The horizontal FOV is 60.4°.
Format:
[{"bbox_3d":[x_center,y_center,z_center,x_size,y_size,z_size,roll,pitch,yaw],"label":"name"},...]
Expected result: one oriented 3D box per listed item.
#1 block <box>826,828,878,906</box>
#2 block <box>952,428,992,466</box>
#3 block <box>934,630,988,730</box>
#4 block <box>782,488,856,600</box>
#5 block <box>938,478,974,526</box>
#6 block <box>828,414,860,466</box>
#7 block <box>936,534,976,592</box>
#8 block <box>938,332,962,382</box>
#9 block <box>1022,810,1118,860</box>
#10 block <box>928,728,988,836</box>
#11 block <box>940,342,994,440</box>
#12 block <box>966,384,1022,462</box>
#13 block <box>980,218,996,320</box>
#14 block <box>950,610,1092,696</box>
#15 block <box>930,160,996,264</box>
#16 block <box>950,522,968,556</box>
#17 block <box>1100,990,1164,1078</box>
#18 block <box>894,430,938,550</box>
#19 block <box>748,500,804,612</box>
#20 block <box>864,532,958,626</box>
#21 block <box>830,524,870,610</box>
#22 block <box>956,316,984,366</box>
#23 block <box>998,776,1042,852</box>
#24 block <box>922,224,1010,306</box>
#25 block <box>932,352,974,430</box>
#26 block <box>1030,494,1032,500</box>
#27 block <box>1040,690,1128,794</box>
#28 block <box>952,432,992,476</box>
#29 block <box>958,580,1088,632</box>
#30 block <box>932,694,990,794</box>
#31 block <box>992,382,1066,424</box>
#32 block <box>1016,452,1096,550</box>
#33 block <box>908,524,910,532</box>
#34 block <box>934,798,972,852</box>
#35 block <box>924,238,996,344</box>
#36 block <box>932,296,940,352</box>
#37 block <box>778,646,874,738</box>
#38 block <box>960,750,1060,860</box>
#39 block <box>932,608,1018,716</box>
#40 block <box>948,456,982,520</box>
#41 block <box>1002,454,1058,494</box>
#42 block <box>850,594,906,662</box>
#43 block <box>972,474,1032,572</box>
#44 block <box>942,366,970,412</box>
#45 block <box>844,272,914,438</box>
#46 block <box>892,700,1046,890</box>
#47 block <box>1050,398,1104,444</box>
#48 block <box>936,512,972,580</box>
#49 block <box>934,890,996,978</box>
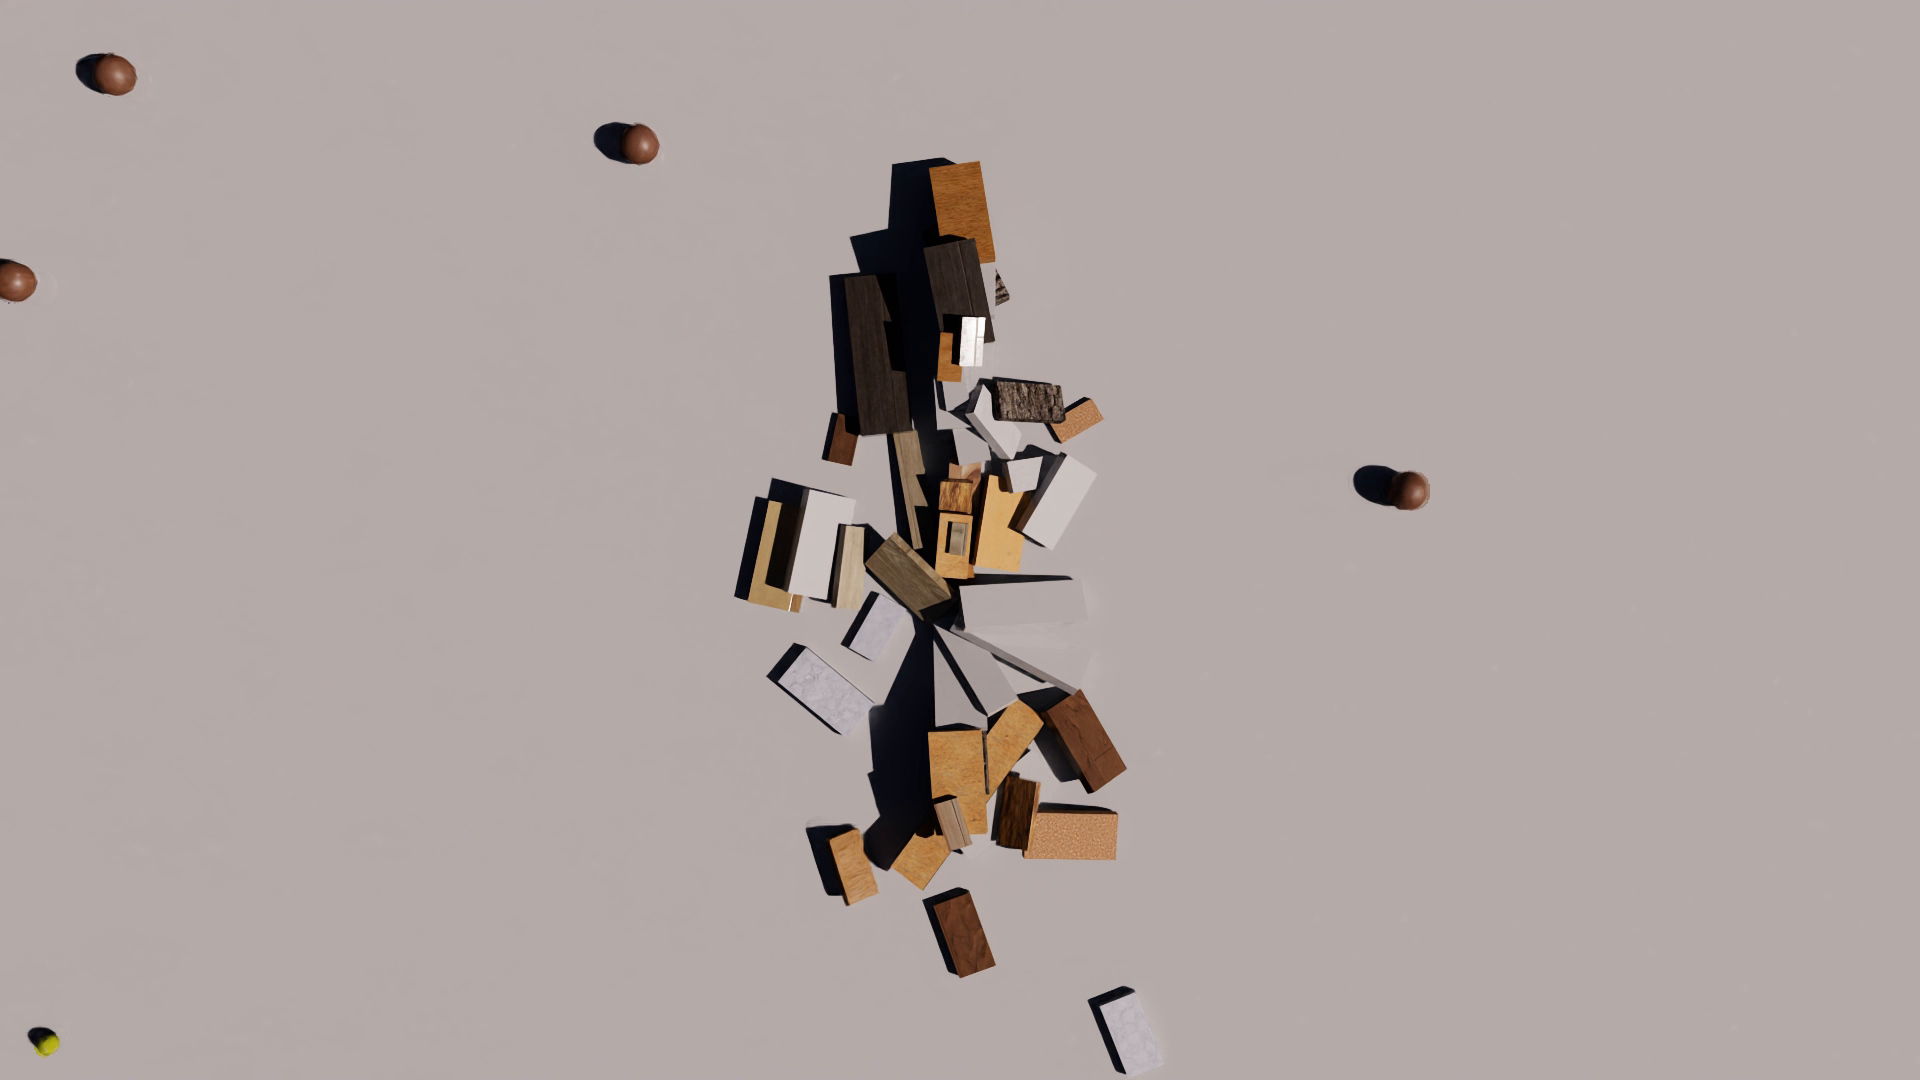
[{"bbox_3d":[-0.357,1.081,5.459,0.113,0.032,0.225,-18,90,-28],"label":"block"},{"bbox_3d":[0.031,-0.355,5.388,0.105,0.030,0.210,-11,88,3],"label":"block"},{"bbox_3d":[0.000,0.459,5.418,0.167,0.047,0.335,-2,69,0],"label":"block"},{"bbox_3d":[-0.464,0.017,5.436,0.172,0.049,0.344,12,90,-30],"label":"block"},{"bbox_3d":[-0.016,-0.095,5.445,0.107,0.030,0.213,4,113,0],"label":"block"},{"bbox_3d":[-0.382,-0.332,5.489,0.081,0.023,0.161,12,90,0],"label":"block"},{"bbox_3d":[-0.012,0.078,5.461,0.107,0.030,0.213,-7,102,1],"label":"block"},{"bbox_3d":[-0.029,-0.587,5.294,0.077,0.022,0.155,4,102,-2],"label":"block"},{"bbox_3d":[0.364,0.975,5.451,0.308,0.044,0.154,2,95,-8],"label":"block"},{"bbox_3d":[-0.006,0.781,5.324,0.167,0.047,0.335,-3,91,9],"label":"block"},{"bbox_3d":[0.022,-0.493,5.437,0.162,0.046,0.325,3,105,0],"label":"block"},{"bbox_3d":[0.110,-0.378,5.382,0.035,0.247,0.123,-10,46,35],"label":"block"},{"bbox_3d":[0.032,-0.889,5.391,0.167,0.047,0.335,1,79,0],"label":"block"},{"bbox_3d":[0.202,0.338,5.425,0.461,0.043,0.151,28,53,-3],"label":"block"},{"bbox_3d":[0.007,-1.060,5.377,0.167,0.047,0.335,-9,79,-1],"label":"block"},{"bbox_3d":[-0.003,-0.004,5.390,0.054,0.015,0.107,6,102,-1],"label":"block"},{"bbox_3d":[0.570,1.641,5.482,0.128,0.036,0.257,-22,90,0],"label":"block"},{"bbox_3d":[-0.148,-0.166,5.476,0.081,0.023,0.389,-10,86,-1],"label":"block"},{"bbox_3d":[-0.582,0.055,5.476,0.172,0.049,0.344,12,90,0],"label":"block"},{"bbox_3d":[-0.158,0.131,5.440,0.302,0.043,0.151,44,125,0],"label":"block"},{"bbox_3d":[-0.362,0.092,5.454,0.103,0.029,0.274,7,90,-43],"label":"block"},{"bbox_3d":[0.035,-0.634,5.270,0.077,0.022,0.155,-2,103,-23],"label":"block"},{"bbox_3d":[0.195,0.894,5.399,0.113,0.032,0.225,8,90,32],"label":"block"},{"bbox_3d":[0.019,-0.905,5.442,0.162,0.046,0.325,-25,80,-5],"label":"block"},{"bbox_3d":[-0.020,-0.487,5.362,0.123,0.035,0.251,-4,89,3],"label":"block"},{"bbox_3d":[0.211,-0.189,5.492,0.054,0.015,0.107,-2,90,0],"label":"block"},{"bbox_3d":[0.410,0.664,5.443,0.154,0.044,0.308,-30,90,-30],"label":"block"},{"bbox_3d":[0.038,-0.310,5.445,0.105,0.030,0.210,-10,104,3],"label":"block"},{"bbox_3d":[0.206,0.215,5.405,0.415,0.042,0.147,-3,65,-13],"label":"block"},{"bbox_3d":[0.002,0.671,5.417,0.167,0.047,0.335,-6,73,9],"label":"block"},{"bbox_3d":[0.227,-0.450,5.411,0.247,0.035,0.123,0,75,-29],"label":"block"},{"bbox_3d":[0.318,-0.128,5.441,0.147,0.042,0.293,31,90,-35],"label":"block"},{"bbox_3d":[-0.140,-0.074,5.492,0.054,0.015,0.107,10,90,0],"label":"block"},{"bbox_3d":[-0.022,0.912,5.295,0.078,0.022,0.157,-18,89,9],"label":"block"},{"bbox_3d":[-0.001,-0.788,5.305,0.167,0.047,0.335,-11,96,2],"label":"block"},{"bbox_3d":[-0.007,-0.686,5.477,0.162,0.046,0.325,-2,90,0],"label":"block"},{"bbox_3d":[-0.443,0.506,5.479,0.293,0.042,0.147,40,90,0],"label":"block"},{"bbox_3d":[0.133,0.875,5.462,0.386,0.044,0.154,-39,93,-3],"label":"block"},{"bbox_3d":[0.049,0.396,5.399,0.113,0.032,0.364,-28,71,-10],"label":"block"},{"bbox_3d":[0.014,-0.172,5.452,0.105,0.030,0.210,3,109,0],"label":"block"},{"bbox_3d":[0.246,-0.218,5.435,0.206,0.029,0.103,-10,86,-29],"label":"block"},{"bbox_3d":[-0.273,0.293,5.485,0.103,0.029,0.206,30,90,0],"label":"block"},{"bbox_3d":[0.139,-0.054,5.444,0.151,0.043,0.302,9,90,-16],"label":"block"},{"bbox_3d":[-0.016,-0.499,5.333,0.077,0.022,0.155,-9,88,3],"label":"block"},{"bbox_3d":[-0.269,-0.612,5.463,0.172,0.049,0.528,-6,87,-1],"label":"block"},{"bbox_3d":[0.031,0.831,5.419,0.128,0.036,0.686,36,84,11],"label":"block"},{"bbox_3d":[0.388,-0.396,5.489,0.161,0.023,0.081,-30,90,0],"label":"block"},{"bbox_3d":[-0.021,0.017,5.417,0.107,0.030,0.213,5,102,-1],"label":"block"},{"bbox_3d":[0.016,1.311,5.482,0.128,0.036,0.256,-20,90,0],"label":"block"}]
